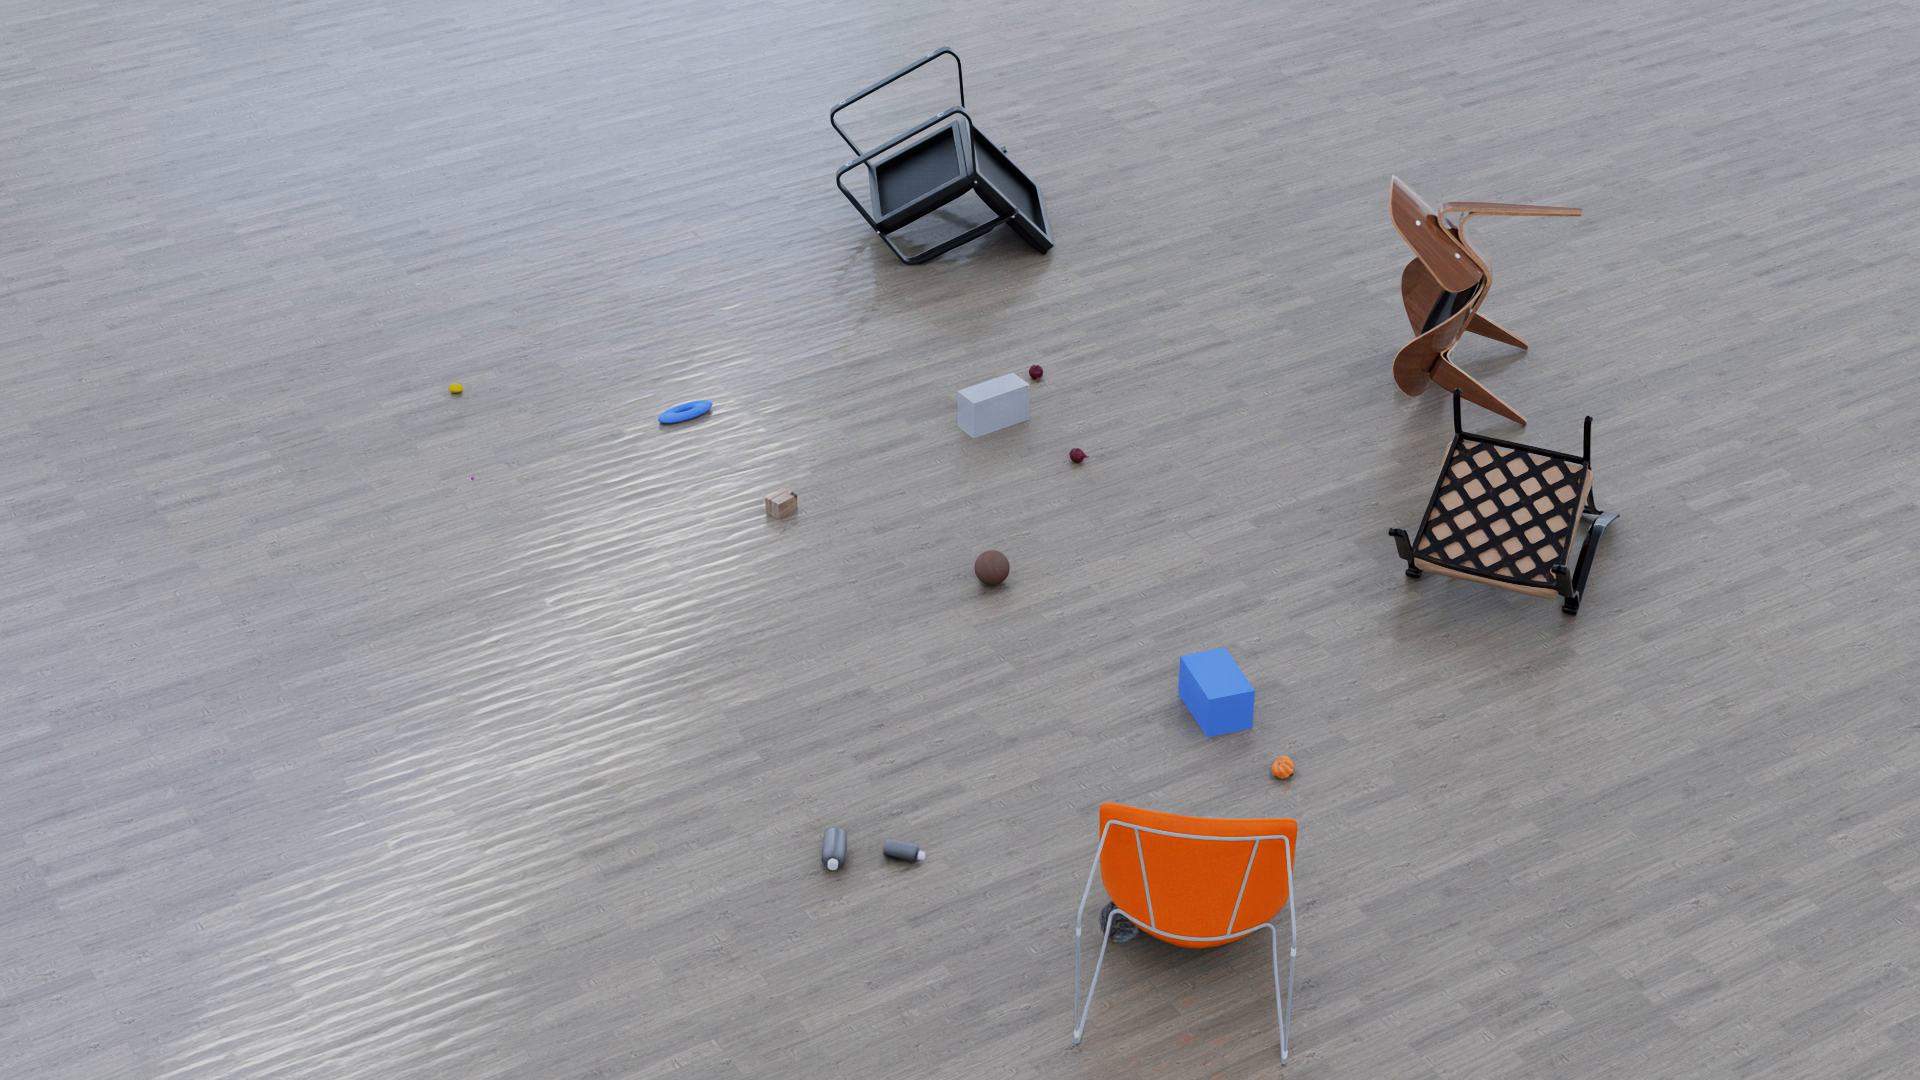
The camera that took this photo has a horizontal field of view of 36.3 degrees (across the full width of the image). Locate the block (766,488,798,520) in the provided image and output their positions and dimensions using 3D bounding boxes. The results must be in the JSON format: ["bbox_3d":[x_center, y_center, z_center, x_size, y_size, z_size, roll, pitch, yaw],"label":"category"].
[{"bbox_3d":[-0.676,-0.139,11.095,0.075,0.066,0.095,28,43,36],"label":"block"}]

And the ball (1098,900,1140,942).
[{"bbox_3d":[0.492,1.174,9.044,0.131,0.131,0.131,0,33,0],"label":"ball"}]

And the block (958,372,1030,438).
[{"bbox_3d":[0.132,-0.533,11.607,0.265,0.161,0.114,-20,38,-28],"label":"block"}]

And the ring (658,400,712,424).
[{"bbox_3d":[-1.095,-0.511,11.685,0.242,0.039,0.086,-20,37,-26],"label":"ring"}]

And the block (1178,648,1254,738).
[{"bbox_3d":[0.874,0.519,10.013,0.166,0.158,0.265,-10,35,-15],"label":"block"}]
